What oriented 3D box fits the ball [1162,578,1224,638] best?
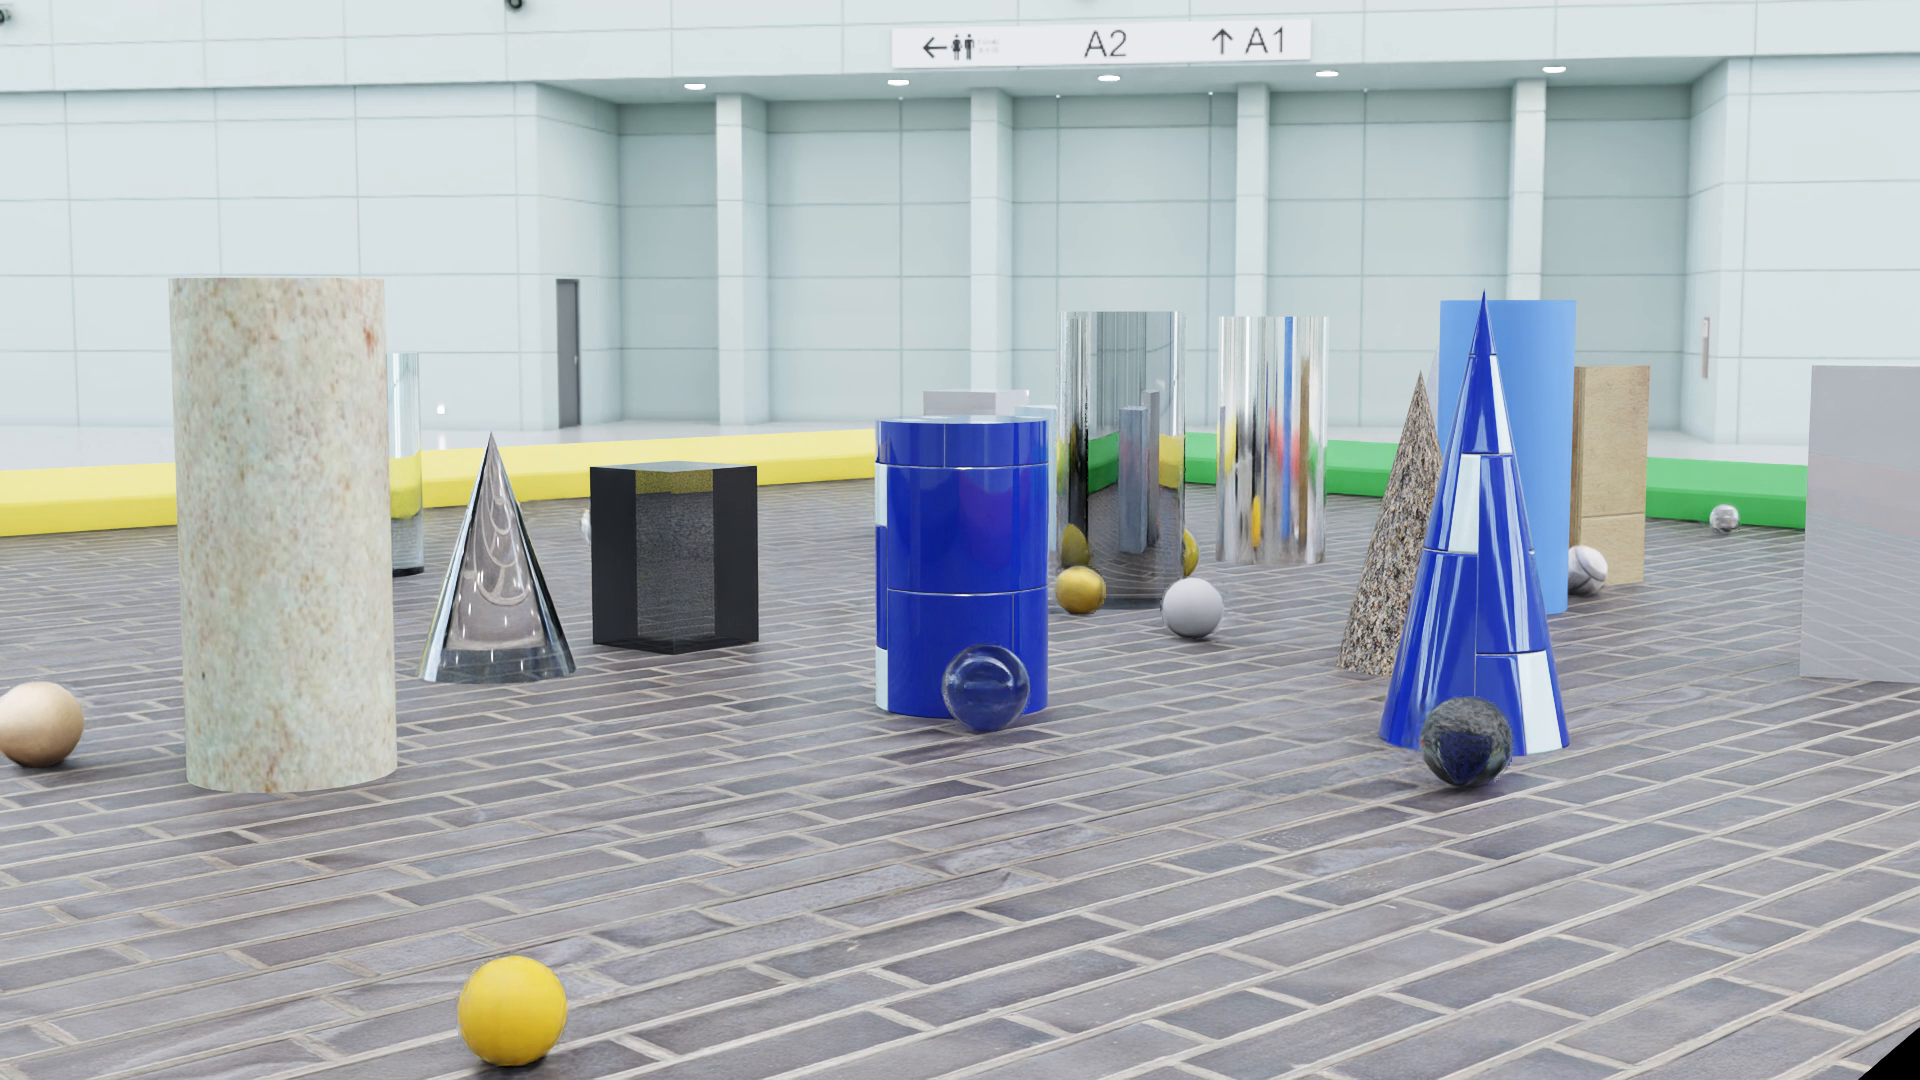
[{"bbox_3d":[0.315,0.093,2.984,0.083,0.083,0.083,0,6,0],"label":"ball"}]

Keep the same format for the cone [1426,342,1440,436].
[{"bbox_3d":[0.859,-0.165,3.971,0.196,0.390,0.196,0,6,0],"label":"cone"}]

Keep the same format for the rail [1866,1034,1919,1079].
[{"bbox_3d":[1.356,0.186,1.870,4.112,0.127,0.045,-5,8,-42],"label":"rail"}]

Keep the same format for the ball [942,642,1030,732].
[{"bbox_3d":[0.027,0.156,2.331,0.093,0.093,0.093,0,6,0],"label":"ball"}]

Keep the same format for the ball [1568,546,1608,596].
[{"bbox_3d":[0.973,0.048,3.441,0.077,0.077,0.077,0,6,0],"label":"ball"}]

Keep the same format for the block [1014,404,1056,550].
[{"bbox_3d":[0.208,-0.122,4.170,0.156,0.263,0.156,-3,7,-26],"label":"block"}]

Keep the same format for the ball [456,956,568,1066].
[{"bbox_3d":[-0.265,0.278,1.300,0.064,0.064,0.064,0,6,0],"label":"ball"}]

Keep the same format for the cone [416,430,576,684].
[{"bbox_3d":[-0.573,0.014,2.705,0.196,0.298,0.196,0,6,0],"label":"cone"}]

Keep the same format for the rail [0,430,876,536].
[{"bbox_3d":[-1.356,-0.120,4.794,4.112,0.127,0.045,-5,8,-42],"label":"rail"}]

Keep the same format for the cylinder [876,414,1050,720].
[{"bbox_3d":[0.002,0.025,2.479,0.196,0.323,0.196,0,6,0],"label":"cylinder"}]

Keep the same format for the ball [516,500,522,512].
[{"bbox_3d":[-0.923,-0.056,4.432,0.077,0.077,0.077,0,6,0],"label":"ball"}]

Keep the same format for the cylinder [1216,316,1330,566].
[{"bbox_3d":[0.555,-0.181,3.917,0.196,0.433,0.196,0,6,0],"label":"cylinder"}]

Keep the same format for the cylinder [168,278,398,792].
[{"bbox_3d":[-0.646,-0.012,2.106,0.196,0.473,0.196,0,6,0],"label":"cylinder"}]

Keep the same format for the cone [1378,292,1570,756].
[{"bbox_3d":[0.536,-0.026,2.271,0.196,0.467,0.196,0,6,0],"label":"cone"}]

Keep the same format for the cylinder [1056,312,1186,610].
[{"bbox_3d":[0.244,-0.126,3.349,0.196,0.442,0.196,0,6,0],"label":"cylinder"}]

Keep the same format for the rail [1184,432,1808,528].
[{"bbox_3d":[1.494,-0.110,4.703,0.045,0.127,4.048,-5,8,-42],"label":"rail"}]

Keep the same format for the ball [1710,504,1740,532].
[{"bbox_3d":[1.532,-0.043,4.406,0.057,0.057,0.057,0,6,0],"label":"ball"}]

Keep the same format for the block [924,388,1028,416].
[{"bbox_3d":[0.032,-0.153,4.359,0.156,0.286,0.156,3,7,26],"label":"block"}]

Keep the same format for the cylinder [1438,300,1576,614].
[{"bbox_3d":[0.812,-0.128,3.285,0.196,0.458,0.196,0,6,0],"label":"cylinder"}]

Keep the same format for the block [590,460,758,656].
[{"bbox_3d":[-0.381,0.020,2.940,0.156,0.237,0.156,5,8,39],"label":"block"}]

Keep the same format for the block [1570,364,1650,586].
[{"bbox_3d":[1.014,-0.110,3.617,0.156,0.354,0.156,-4,7,-34],"label":"block"}]

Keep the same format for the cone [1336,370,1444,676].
[{"bbox_3d":[0.571,-0.028,2.745,0.196,0.372,0.196,0,6,0],"label":"cone"}]

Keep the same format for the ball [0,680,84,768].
[{"bbox_3d":[-0.901,0.180,2.147,0.084,0.084,0.084,0,6,0],"label":"ball"}]

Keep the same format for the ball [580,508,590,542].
[{"bbox_3d":[-0.674,-0.028,4.146,0.081,0.081,0.081,0,6,0],"label":"ball"}]

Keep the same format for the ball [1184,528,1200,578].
[{"bbox_3d":[0.341,0.022,3.586,0.098,0.098,0.098,0,6,0],"label":"ball"}]

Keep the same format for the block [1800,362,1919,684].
[{"bbox_3d":[1.127,-0.026,2.704,0.156,0.378,0.156,3,7,24],"label":"block"}]

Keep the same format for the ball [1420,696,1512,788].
[{"bbox_3d":[0.473,0.189,2.059,0.084,0.084,0.084,0,6,0],"label":"ball"}]

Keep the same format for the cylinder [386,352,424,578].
[{"bbox_3d":[-1.011,-0.130,3.720,0.196,0.372,0.196,0,6,0],"label":"cylinder"}]

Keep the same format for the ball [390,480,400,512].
[{"bbox_3d":[-1.263,-0.096,4.809,0.078,0.078,0.078,0,6,0],"label":"ball"}]

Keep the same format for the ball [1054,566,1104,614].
[{"bbox_3d":[0.174,0.074,3.222,0.071,0.071,0.071,0,6,0],"label":"ball"}]
